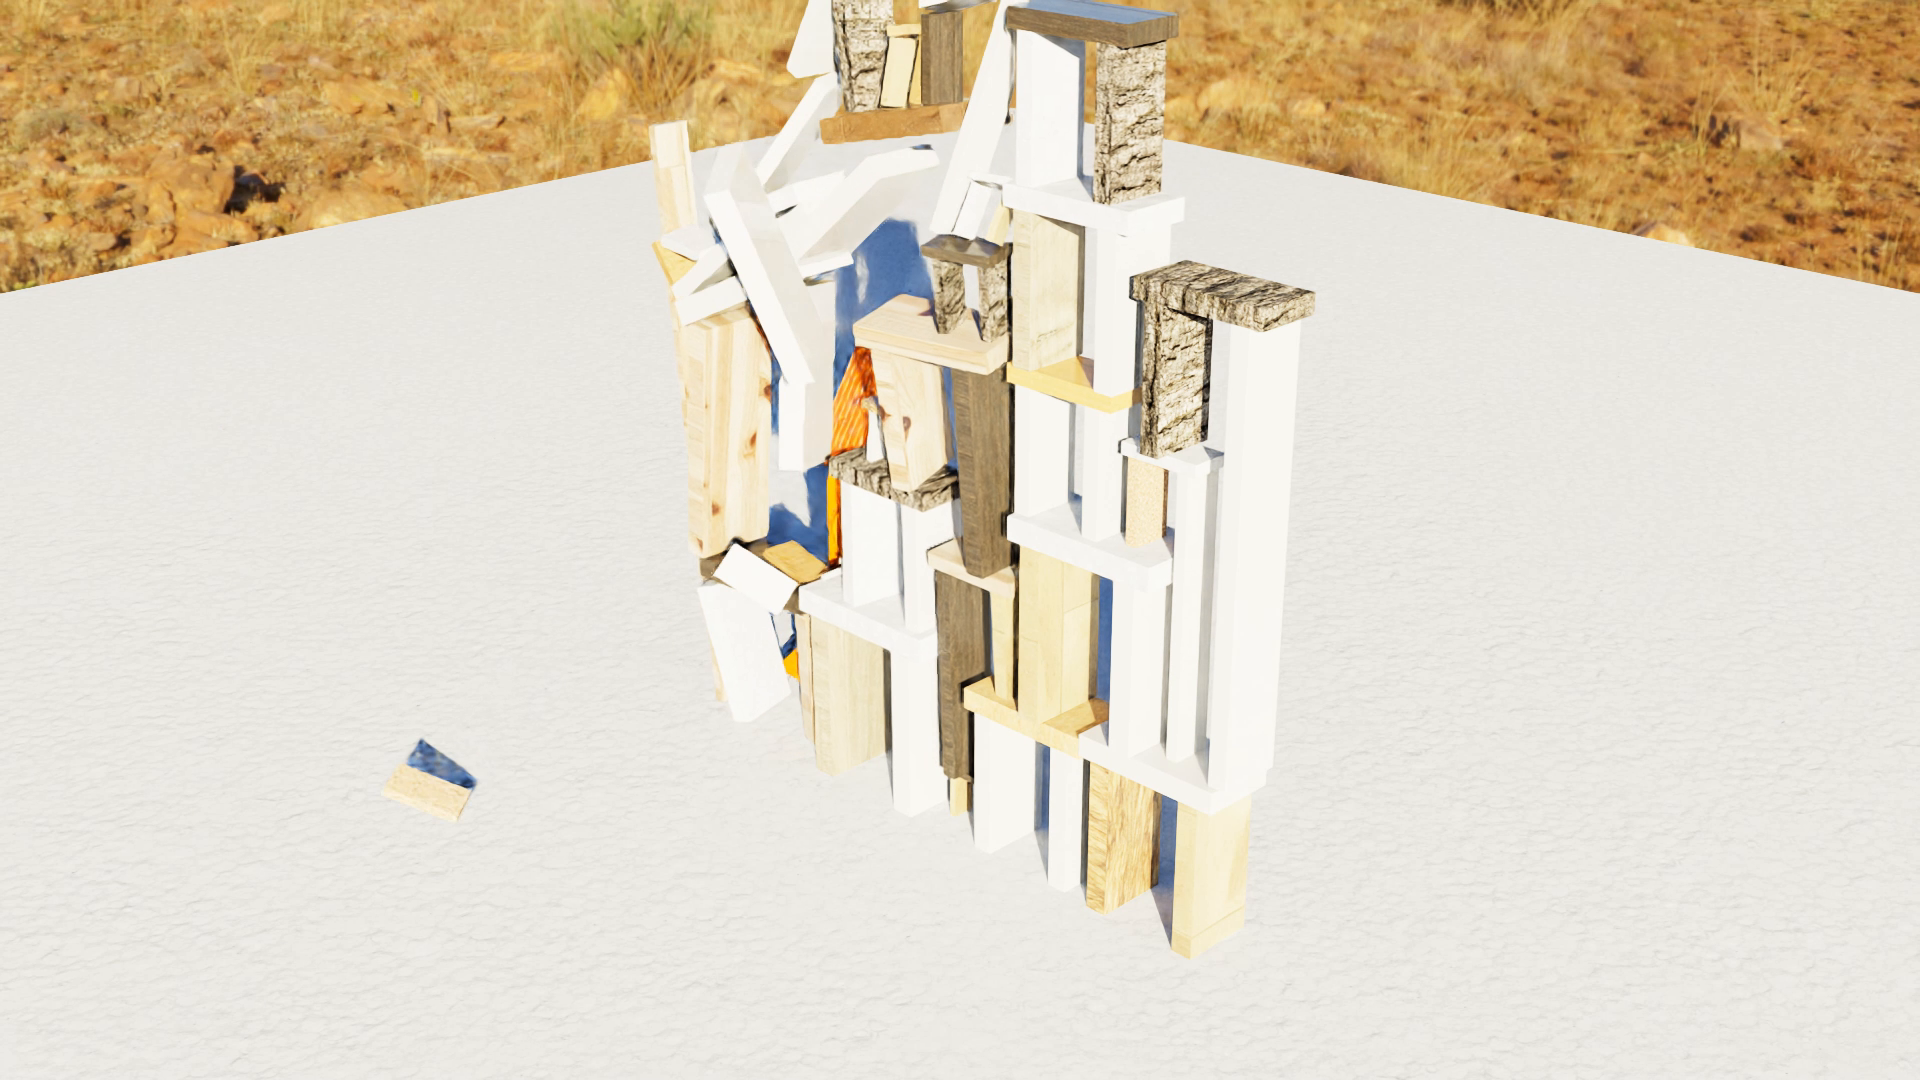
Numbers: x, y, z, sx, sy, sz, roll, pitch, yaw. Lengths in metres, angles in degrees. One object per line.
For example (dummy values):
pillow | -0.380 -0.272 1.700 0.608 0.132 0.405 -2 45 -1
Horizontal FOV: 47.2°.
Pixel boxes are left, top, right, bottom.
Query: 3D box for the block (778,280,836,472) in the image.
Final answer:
block | -0.302 -0.328 4.354 0.051 0.359 0.180 5 11 14

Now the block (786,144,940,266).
block | -0.192 -0.628 4.151 0.164 0.047 0.329 -22 -10 -42

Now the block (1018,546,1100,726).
block | 0.185 0.153 4.083 0.047 0.350 0.167 21 31 41

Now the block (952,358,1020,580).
block | 0.065 -0.143 4.049 0.148 0.412 0.042 -26 33 -38

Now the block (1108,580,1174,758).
block | 0.343 0.208 3.935 0.047 0.335 0.167 21 31 41

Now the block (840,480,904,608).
block | -0.170 -0.009 4.398 0.133 0.265 0.038 -17 30 -33

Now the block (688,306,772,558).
block | -0.489 -0.228 4.668 0.180 0.528 0.051 -21 37 -39

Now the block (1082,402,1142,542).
block | 0.271 -0.130 3.868 0.035 0.245 0.122 21 31 40

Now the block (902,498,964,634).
block | -0.049 0.037 4.291 0.038 0.266 0.133 20 32 40

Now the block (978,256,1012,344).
block | 0.063 -0.430 3.891 0.021 0.145 0.072 18 37 31

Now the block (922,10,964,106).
block | -0.030 -0.845 3.859 0.078 0.157 0.022 -17 26 -39

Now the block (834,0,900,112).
block | -0.168 -0.896 4.000 0.112 0.224 0.032 -16 16 -40

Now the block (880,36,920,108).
block | -0.107 -0.841 3.955 0.061 0.121 0.017 -7 23 -45

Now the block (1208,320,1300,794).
block | 0.494 0.029 3.708 0.038 0.841 0.135 21 31 40

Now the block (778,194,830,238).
block | -0.317 -0.603 4.302 0.134 0.038 0.268 -23 -3 -38

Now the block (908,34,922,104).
block | -0.053 -0.833 3.892 0.017 0.121 0.061 27 25 37

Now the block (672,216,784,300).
block | -0.465 -0.566 4.456 0.134 0.038 0.268 -24 -5 -39

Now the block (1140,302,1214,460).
block | 0.367 -0.284 3.713 0.038 0.270 0.135 21 31 41

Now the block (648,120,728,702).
block | -0.556 -0.256 4.741 0.078 1.275 0.022 -18 22 -36

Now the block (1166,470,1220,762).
block | 0.406 0.130 3.845 0.023 0.548 0.083 21 31 41

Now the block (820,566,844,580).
block | -0.240 0.060 4.505 0.046 0.013 0.092 -23 1 -43

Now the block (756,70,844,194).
block | -0.304 -0.776 4.199 0.032 0.293 0.112 45 37 5

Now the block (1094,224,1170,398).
block | 0.292 -0.399 3.734 0.040 0.285 0.143 21 31 40

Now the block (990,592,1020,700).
block | 0.113 0.183 4.172 0.110 0.220 0.031 -25 32 -39

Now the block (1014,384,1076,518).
block | 0.155 -0.175 3.974 0.035 0.245 0.122 21 31 41

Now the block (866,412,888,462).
block | -0.152 -0.211 4.293 0.056 0.113 0.016 -20 40 -37

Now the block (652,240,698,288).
block | -0.572 -0.558 4.576 0.078 0.157 0.022 -24 -3 -29

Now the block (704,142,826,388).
block | -0.338 -0.479 3.856 0.047 0.401 0.164 -12 36 15

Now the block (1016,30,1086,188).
block | 0.154 -0.741 3.737 0.037 0.262 0.131 21 31 40

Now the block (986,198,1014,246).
block | 0.076 -0.561 3.821 0.014 0.095 0.048 24 8 23

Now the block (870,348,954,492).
block | -0.087 -0.256 4.147 0.042 0.295 0.148 15 38 33

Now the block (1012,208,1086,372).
block | 0.157 -0.451 3.856 0.040 0.285 0.143 21 31 40

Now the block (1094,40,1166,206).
block | 0.280 -0.694 3.626 0.037 0.262 0.131 21 31 41

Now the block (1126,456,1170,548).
block | 0.328 -0.076 3.841 0.083 0.166 0.023 -21 31 -41

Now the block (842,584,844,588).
block | -0.206 0.060 4.469 0.046 0.092 0.013 -23 61 -42

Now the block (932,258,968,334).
block | -0.019 -0.449 3.937 0.021 0.145 0.072 12 34 27

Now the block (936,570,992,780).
block | 0.012 0.249 4.314 0.110 0.450 0.031 -23 31 -39

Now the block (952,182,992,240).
block | 0.022 -0.577 3.857 0.014 0.095 0.048 26 10 32

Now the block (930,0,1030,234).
block | 0.044 -0.736 3.812 0.078 0.439 0.022 -10 38 -46
